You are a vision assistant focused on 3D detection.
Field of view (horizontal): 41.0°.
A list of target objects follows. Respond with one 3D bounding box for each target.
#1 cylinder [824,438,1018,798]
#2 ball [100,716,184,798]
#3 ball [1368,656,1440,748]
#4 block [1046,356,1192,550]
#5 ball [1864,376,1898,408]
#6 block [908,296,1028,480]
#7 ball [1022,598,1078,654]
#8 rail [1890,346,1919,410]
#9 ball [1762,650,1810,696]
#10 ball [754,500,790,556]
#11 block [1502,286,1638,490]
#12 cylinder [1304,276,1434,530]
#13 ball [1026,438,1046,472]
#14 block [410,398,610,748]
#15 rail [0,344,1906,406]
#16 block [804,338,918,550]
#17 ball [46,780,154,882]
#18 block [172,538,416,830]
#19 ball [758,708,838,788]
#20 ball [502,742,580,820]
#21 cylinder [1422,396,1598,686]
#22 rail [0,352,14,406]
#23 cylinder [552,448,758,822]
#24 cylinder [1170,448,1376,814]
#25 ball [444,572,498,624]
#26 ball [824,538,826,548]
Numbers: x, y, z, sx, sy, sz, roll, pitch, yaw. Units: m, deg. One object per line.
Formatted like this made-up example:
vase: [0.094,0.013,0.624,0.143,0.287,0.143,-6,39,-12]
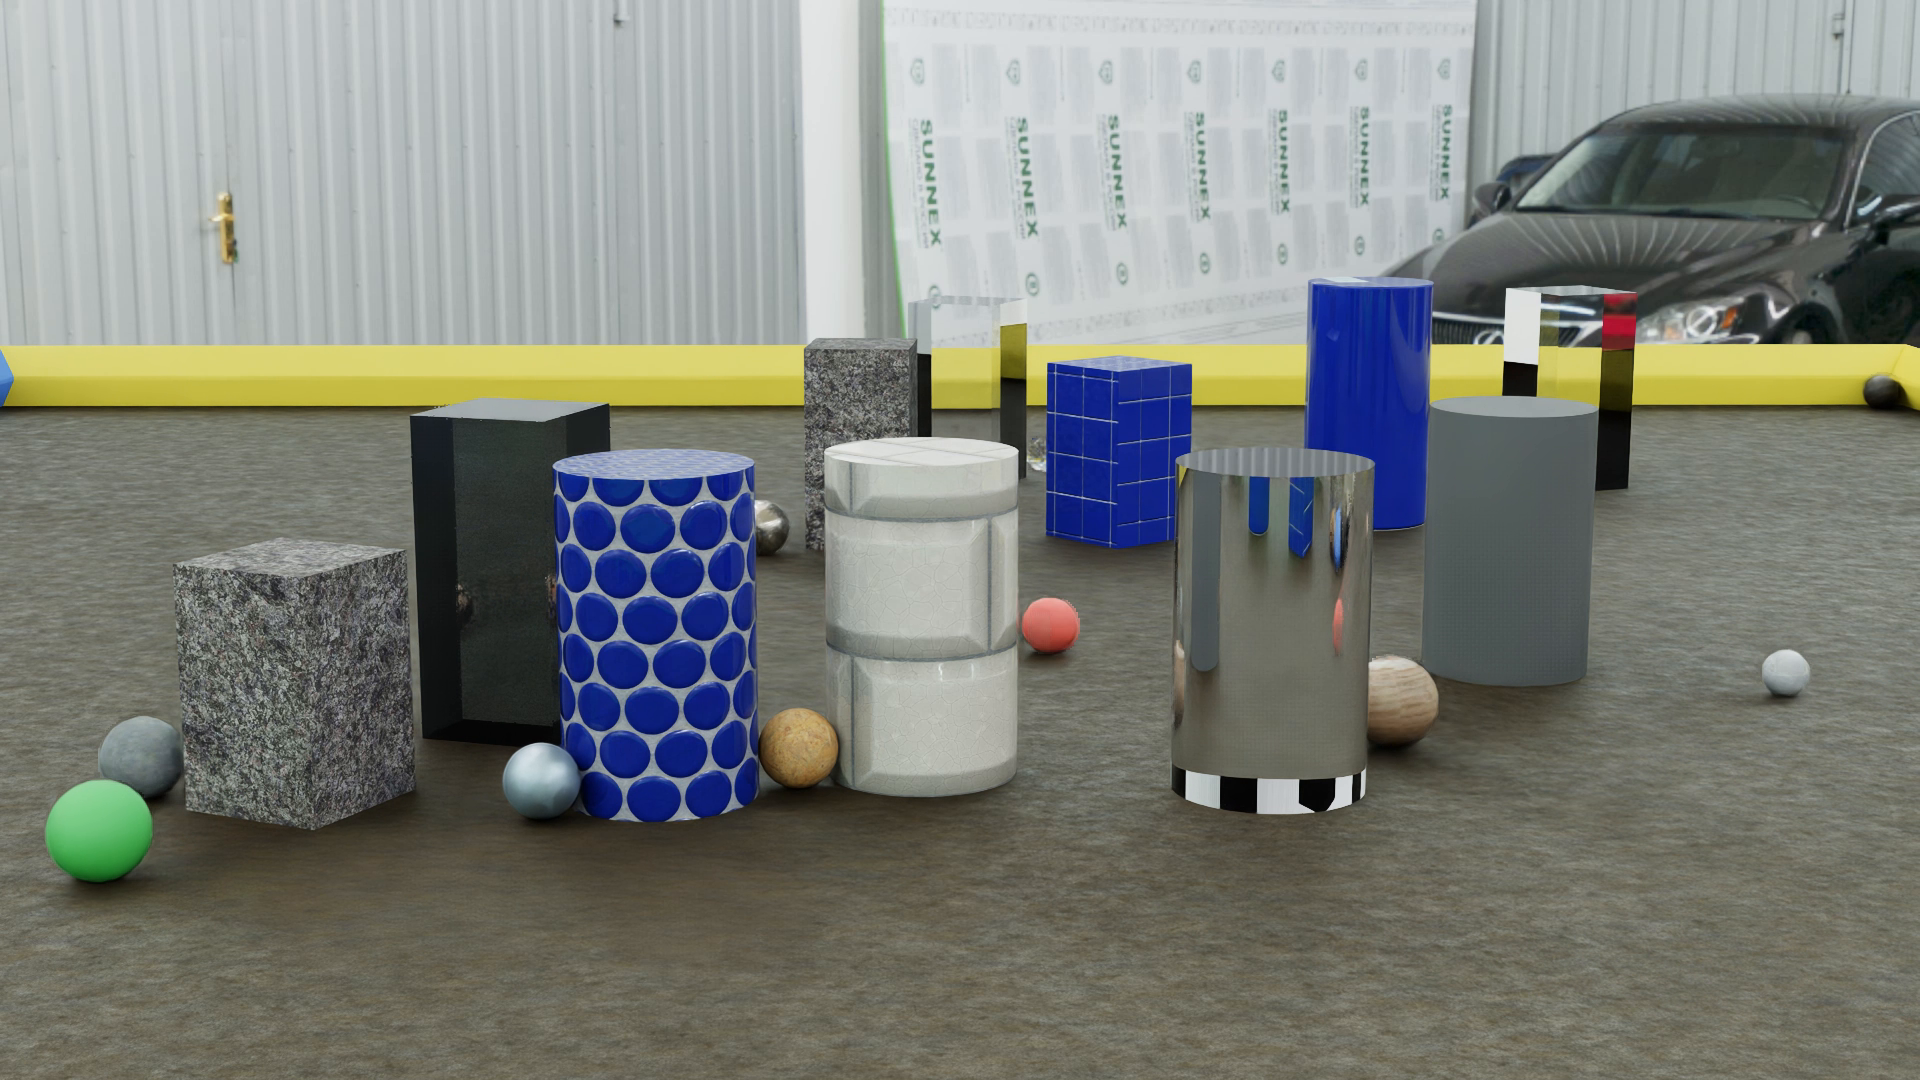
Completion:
cylinder: [-0.040,0.075,2.654,0.199,0.338,0.199,0,10,0]
ball: [-0.821,0.219,2.578,0.083,0.083,0.083,0,10,0]
ball: [0.467,0.175,2.768,0.099,0.099,0.099,0,10,0]
block: [0.247,-0.140,3.999,0.159,0.272,0.159,-9,14,-40]
ball: [1.977,-0.318,5.505,0.070,0.070,0.070,0,10,0]
block: [0.014,-0.262,4.526,0.159,0.320,0.159,5,11,24]
ball: [0.113,0.107,3.216,0.070,0.070,0.070,0,10,0]
rail: [2.040,0.031,3.460,0.045,0.129,4.296,0,10,0]
ball: [0.966,0.156,2.999,0.054,0.054,0.054,0,10,0]
ball: [-0.298,-0.018,3.857,0.084,0.084,0.084,0,10,0]
block: [1.061,-0.265,4.484,0.159,0.341,0.159,-4,11,-22]
cylinder: [0.655,-0.222,4.128,0.199,0.386,0.199,0,10,0]
ball: [0.150,-0.154,4.653,0.061,0.061,0.061,0,10,0]
block: [-0.489,0.033,2.830,0.159,0.357,0.159,3,11,18]
rail: [-0.012,-0.353,5.538,4.128,0.129,0.045,0,10,0]
block: [-0.151,-0.150,3.956,0.159,0.307,0.159,1,11,4]
ball: [-0.777,0.262,2.318,0.092,0.092,0.092,0,10,0]
block: [-0.660,0.139,2.556,0.159,0.248,0.159,5,12,25]
ball: [-0.165,0.212,2.615,0.082,0.082,0.082,0,10,0]
ball: [-0.409,0.236,2.508,0.075,0.075,0.075,0,10,0]
cylinder: [0.666,-0.002,3.116,0.199,0.322,0.199,0,10,0]
rail: [-2.040,0.035,3.437,0.045,0.129,4.296,0,10,0]
cylinder: [-0.303,0.091,2.569,0.199,0.338,0.199,0,10,0]
cylinder: [0.315,0.087,2.595,0.199,0.336,0.199,0,10,0]
ball: [-0.644,0.077,3.382,0.069,0.069,0.069,0,10,0]
ball: [-0.153,-0.002,3.747,0.092,0.092,0.092,0,10,0]
